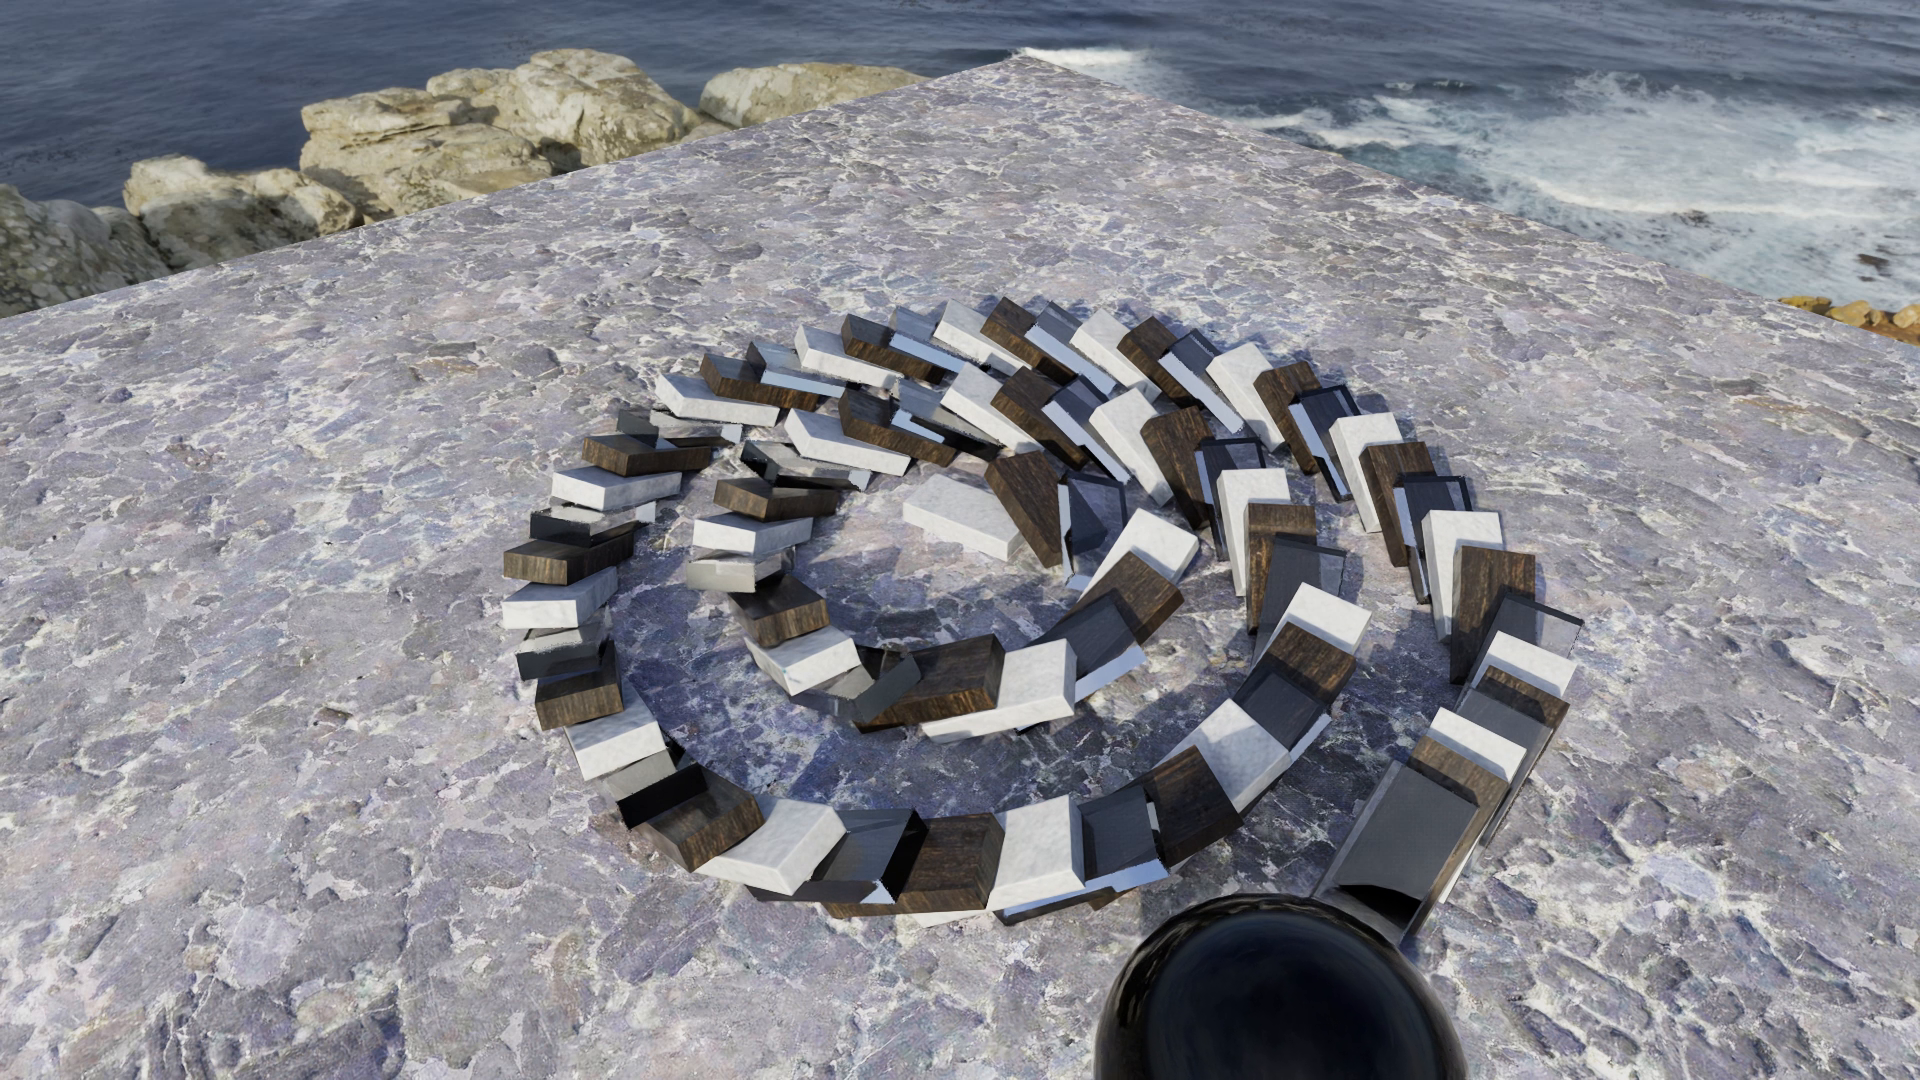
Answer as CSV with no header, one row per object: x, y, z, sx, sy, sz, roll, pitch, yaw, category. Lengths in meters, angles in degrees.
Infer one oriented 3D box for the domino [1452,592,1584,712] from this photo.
0.188,0.045,0.372,0.025,0.010,0.050,24,72,26,domino

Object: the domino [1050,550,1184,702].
0.052,0.030,0.388,0.050,0.010,0.025,-45,52,-4,domino

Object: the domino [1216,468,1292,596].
0.118,-0.003,0.431,0.025,0.010,0.050,-2,66,-3,domino

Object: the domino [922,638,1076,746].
0.013,0.050,0.365,0.050,0.009,0.025,-16,37,22,domino

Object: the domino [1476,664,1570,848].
0.165,0.067,0.343,0.025,0.009,0.050,30,79,31,domino

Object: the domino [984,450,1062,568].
0.033,-0.013,0.446,0.025,0.009,0.050,-15,58,-30,domino

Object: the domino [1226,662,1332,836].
0.091,0.065,0.347,0.050,0.010,0.025,-45,53,-9,domino

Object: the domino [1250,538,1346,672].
0.121,0.026,0.394,0.025,0.010,0.050,12,69,14,domino

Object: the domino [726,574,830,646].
-0.066,0.024,0.396,0.025,0.009,0.050,-17,14,-19,domino

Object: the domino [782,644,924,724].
-0.037,0.047,0.367,0.025,0.010,0.050,-36,21,-30,domino

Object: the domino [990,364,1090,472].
0.040,-0.054,0.492,0.050,0.010,0.025,38,47,2,domino

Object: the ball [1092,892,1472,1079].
0.069,0.119,0.242,0.080,0.080,0.080,0,39,0,ball

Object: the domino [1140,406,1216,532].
0.099,-0.031,0.463,0.025,0.010,0.050,-18,71,-20,domino

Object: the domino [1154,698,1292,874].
0.074,0.075,0.335,0.050,0.010,0.025,-41,49,-5,domino

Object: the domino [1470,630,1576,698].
0.177,0.057,0.357,0.025,0.010,0.050,26,72,28,domino

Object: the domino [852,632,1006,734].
-0.011,0.048,0.368,0.050,0.010,0.025,-15,34,23,domino

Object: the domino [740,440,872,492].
-0.065,-0.031,0.464,0.050,0.010,0.025,0,28,-49,domino

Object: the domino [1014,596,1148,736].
0.036,0.042,0.374,0.050,0.009,0.025,-32,42,6,domino

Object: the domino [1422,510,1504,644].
0.189,0.014,0.410,0.025,0.010,0.050,2,65,3,domino

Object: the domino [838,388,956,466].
-0.028,-0.050,0.487,0.050,0.009,0.025,16,33,-25,domino

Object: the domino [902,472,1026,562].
0.004,-0.010,0.456,0.050,0.010,0.025,22,44,24,domino

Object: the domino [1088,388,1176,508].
0.081,-0.040,0.476,0.025,0.009,0.050,-29,75,-31,domino

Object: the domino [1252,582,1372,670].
0.117,0.042,0.375,0.025,0.009,0.050,26,73,28,domino

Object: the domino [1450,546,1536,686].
0.190,0.028,0.392,0.025,0.010,0.050,8,67,10,domino

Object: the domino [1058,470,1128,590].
0.053,-0.003,0.431,0.025,0.010,0.050,11,53,-15,domino

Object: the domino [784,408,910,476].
-0.049,-0.042,0.477,0.050,0.010,0.025,9,30,-35,domino

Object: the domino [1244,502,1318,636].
0.121,0.011,0.413,0.025,0.010,0.050,3,66,4,domino

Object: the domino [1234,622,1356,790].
0.105,0.054,0.361,0.025,0.010,0.050,31,75,32,domino

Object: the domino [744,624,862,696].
-0.055,0.038,0.378,0.025,0.010,0.050,-24,17,-20,domino

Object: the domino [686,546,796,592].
-0.081,0.010,0.411,0.025,0.010,0.050,2,8,8,domino

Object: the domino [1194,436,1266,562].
0.113,-0.017,0.447,0.025,0.010,0.050,-4,66,-5,domino

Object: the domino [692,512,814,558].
-0.080,-0.004,0.429,0.025,0.009,0.050,11,11,16,domino

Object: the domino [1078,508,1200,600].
0.064,0.015,0.403,0.025,0.010,0.050,30,79,25,domino

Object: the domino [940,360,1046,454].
0.018,-0.058,0.496,0.050,0.010,0.025,33,42,-5,domino

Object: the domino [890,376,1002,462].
-0.007,-0.054,0.492,0.050,0.009,0.025,20,35,-20,domino

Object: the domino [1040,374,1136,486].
0.062,-0.048,0.486,0.050,0.010,0.025,46,53,9,domino

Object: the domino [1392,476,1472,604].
0.187,-0.001,0.428,0.025,0.009,0.050,-1,65,-1,domino

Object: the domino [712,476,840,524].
-0.074,-0.017,0.446,0.025,0.010,0.050,21,14,23,domino
